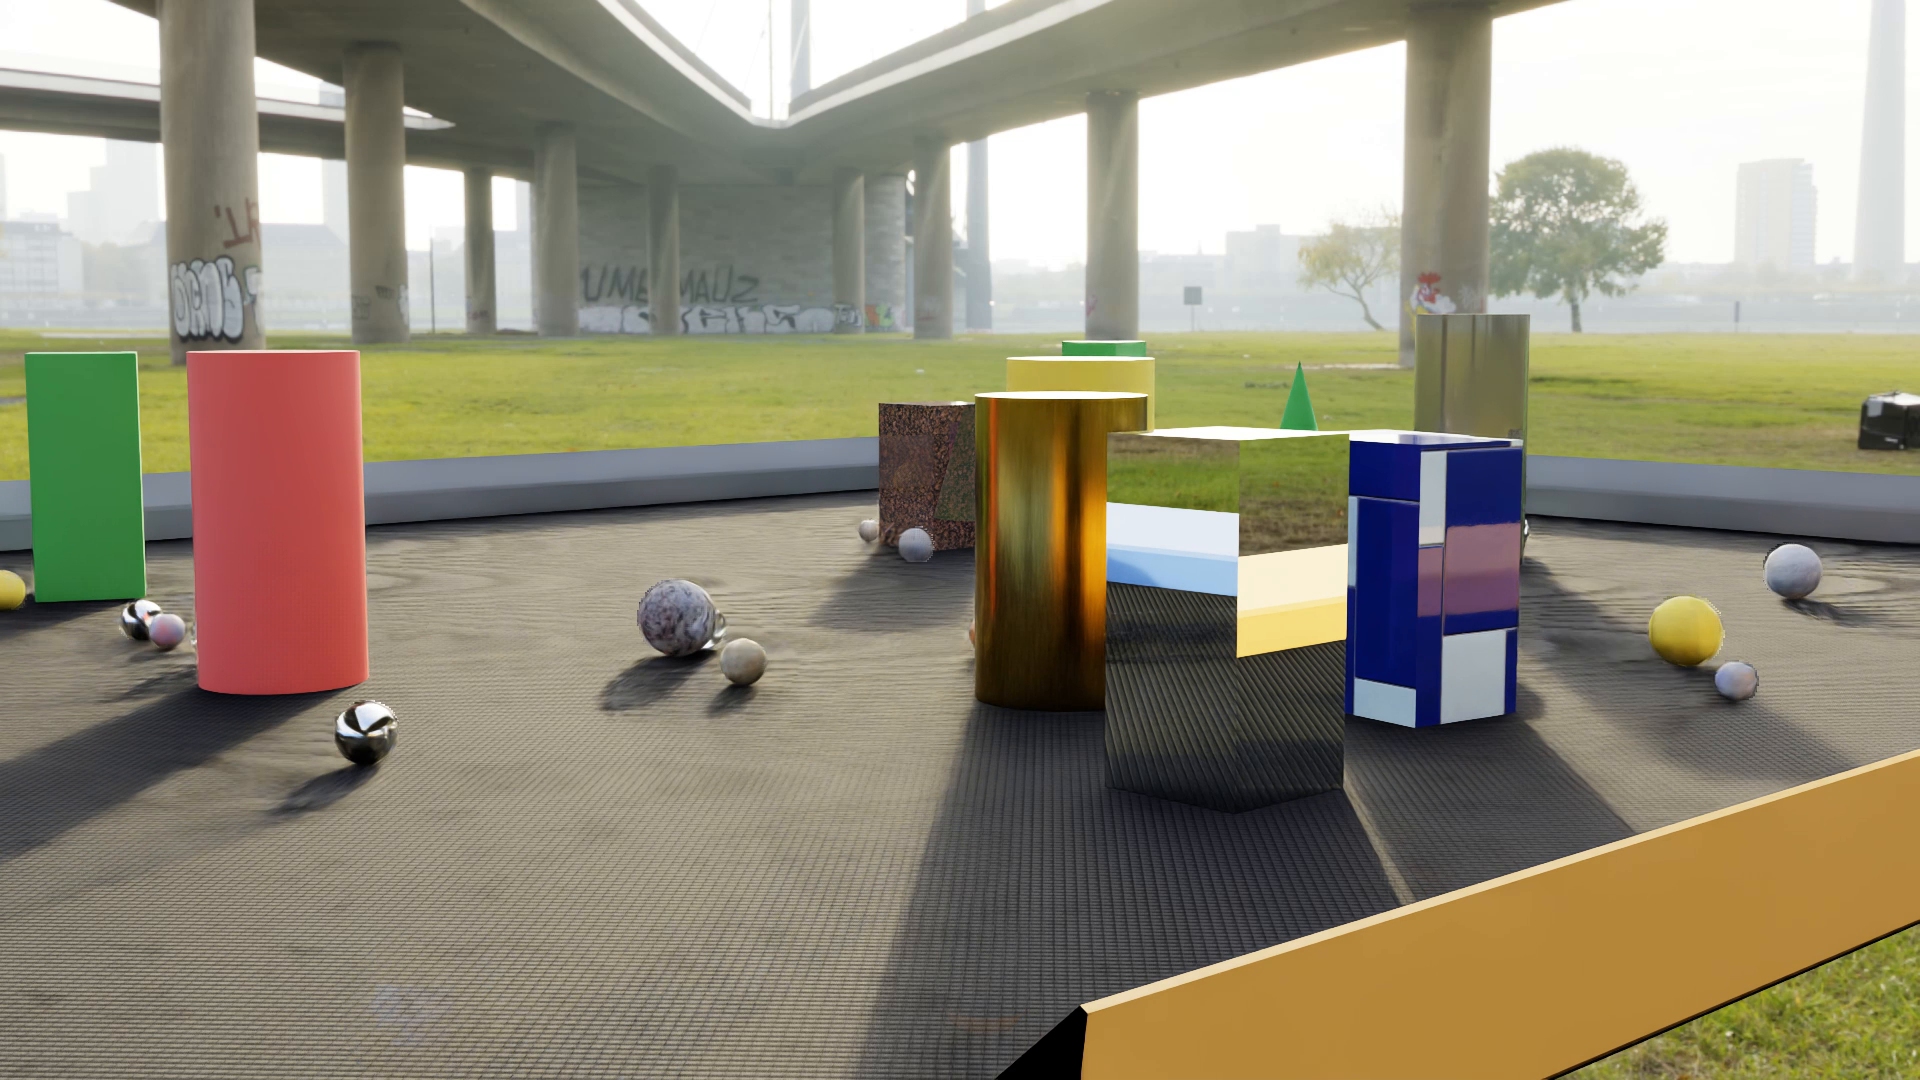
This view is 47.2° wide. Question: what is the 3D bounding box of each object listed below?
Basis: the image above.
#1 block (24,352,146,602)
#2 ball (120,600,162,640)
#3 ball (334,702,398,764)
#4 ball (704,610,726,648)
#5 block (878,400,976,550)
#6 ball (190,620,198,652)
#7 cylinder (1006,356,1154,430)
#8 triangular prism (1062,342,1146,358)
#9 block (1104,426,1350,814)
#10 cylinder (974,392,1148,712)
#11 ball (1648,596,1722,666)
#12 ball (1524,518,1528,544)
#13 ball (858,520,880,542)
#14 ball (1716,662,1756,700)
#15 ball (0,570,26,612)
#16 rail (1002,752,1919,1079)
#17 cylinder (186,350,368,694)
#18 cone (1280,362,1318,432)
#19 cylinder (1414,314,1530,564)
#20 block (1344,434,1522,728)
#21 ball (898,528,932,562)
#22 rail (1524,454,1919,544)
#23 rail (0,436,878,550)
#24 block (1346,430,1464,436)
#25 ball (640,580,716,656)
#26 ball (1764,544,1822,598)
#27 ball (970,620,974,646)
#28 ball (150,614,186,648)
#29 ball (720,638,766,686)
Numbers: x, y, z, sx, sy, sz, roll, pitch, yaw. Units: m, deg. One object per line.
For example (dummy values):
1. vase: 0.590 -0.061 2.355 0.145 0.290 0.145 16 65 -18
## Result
1. block: -1.366 -0.103 3.443 0.157 0.379 0.157 -2 6 -20
2. ball: -1.104 0.109 2.970 0.055 0.055 0.055 0 6 0
3. ball: -0.584 0.190 2.161 0.061 0.061 0.061 0 6 0
4. ball: -0.337 0.115 2.907 0.056 0.056 0.056 0 6 0
5. block: -0.043 -0.125 4.181 0.157 0.269 0.157 -5 8 -42
6. ball: -0.937 0.120 2.786 0.072 0.072 0.072 0 6 0
7. cylinder: 0.160 -0.051 2.936 0.197 0.381 0.197 0 6 0
8. triangular prism: 0.319 -0.215 4.497 0.148 0.381 0.170 -4 7 -33
9. block: 0.247 0.066 2.042 0.157 0.332 0.157 -6 8 -43
10. cylinder: 0.115 0.008 2.526 0.197 0.348 0.197 0 6 0
11. ball: 0.908 0.114 2.755 0.089 0.089 0.089 0 6 0
12. ball: 0.996 -0.015 4.017 0.084 0.084 0.084 0 6 0
13. ball: -0.176 -0.018 4.244 0.042 0.042 0.042 0 6 0
14. ball: 0.888 0.161 2.517 0.045 0.045 0.045 0 6 0
15. ball: -1.417 0.076 3.258 0.061 0.061 0.061 0 6 0
16. rail: 1.176 0.166 2.064 3.872 0.128 0.045 -5 8 -42
17. cylinder: -0.815 -0.027 2.633 0.197 0.396 0.197 0 6 0
18. cone: 0.629 -0.158 4.088 0.197 0.353 0.197 0 6 0
19. cylinder: 0.903 -0.180 3.893 0.197 0.438 0.197 0 6 0
20. block: 0.507 0.039 2.445 0.157 0.303 0.157 -4 7 -34
21. ball: -0.079 0.010 3.890 0.061 0.061 0.061 0 6 0
22. rail: 1.405 -0.101 4.622 0.045 0.128 3.516 -5 8 -42
23. rail: -1.176 -0.099 4.599 3.872 0.128 0.045 -5 8 -42
24. block: 0.525 0.012 2.769 0.157 0.290 0.157 -3 7 -30
25. ball: -0.364 0.101 2.835 0.098 0.098 0.098 0 6 0
26. ball: 1.290 0.048 3.404 0.085 0.085 0.085 0 6 0
27. ball: 0.042 0.121 2.832 0.060 0.060 0.060 0 6 0
28. ball: -1.048 0.120 2.909 0.045 0.045 0.045 0 6 0
29. ball: -0.258 0.145 2.619 0.056 0.056 0.056 0 6 0
